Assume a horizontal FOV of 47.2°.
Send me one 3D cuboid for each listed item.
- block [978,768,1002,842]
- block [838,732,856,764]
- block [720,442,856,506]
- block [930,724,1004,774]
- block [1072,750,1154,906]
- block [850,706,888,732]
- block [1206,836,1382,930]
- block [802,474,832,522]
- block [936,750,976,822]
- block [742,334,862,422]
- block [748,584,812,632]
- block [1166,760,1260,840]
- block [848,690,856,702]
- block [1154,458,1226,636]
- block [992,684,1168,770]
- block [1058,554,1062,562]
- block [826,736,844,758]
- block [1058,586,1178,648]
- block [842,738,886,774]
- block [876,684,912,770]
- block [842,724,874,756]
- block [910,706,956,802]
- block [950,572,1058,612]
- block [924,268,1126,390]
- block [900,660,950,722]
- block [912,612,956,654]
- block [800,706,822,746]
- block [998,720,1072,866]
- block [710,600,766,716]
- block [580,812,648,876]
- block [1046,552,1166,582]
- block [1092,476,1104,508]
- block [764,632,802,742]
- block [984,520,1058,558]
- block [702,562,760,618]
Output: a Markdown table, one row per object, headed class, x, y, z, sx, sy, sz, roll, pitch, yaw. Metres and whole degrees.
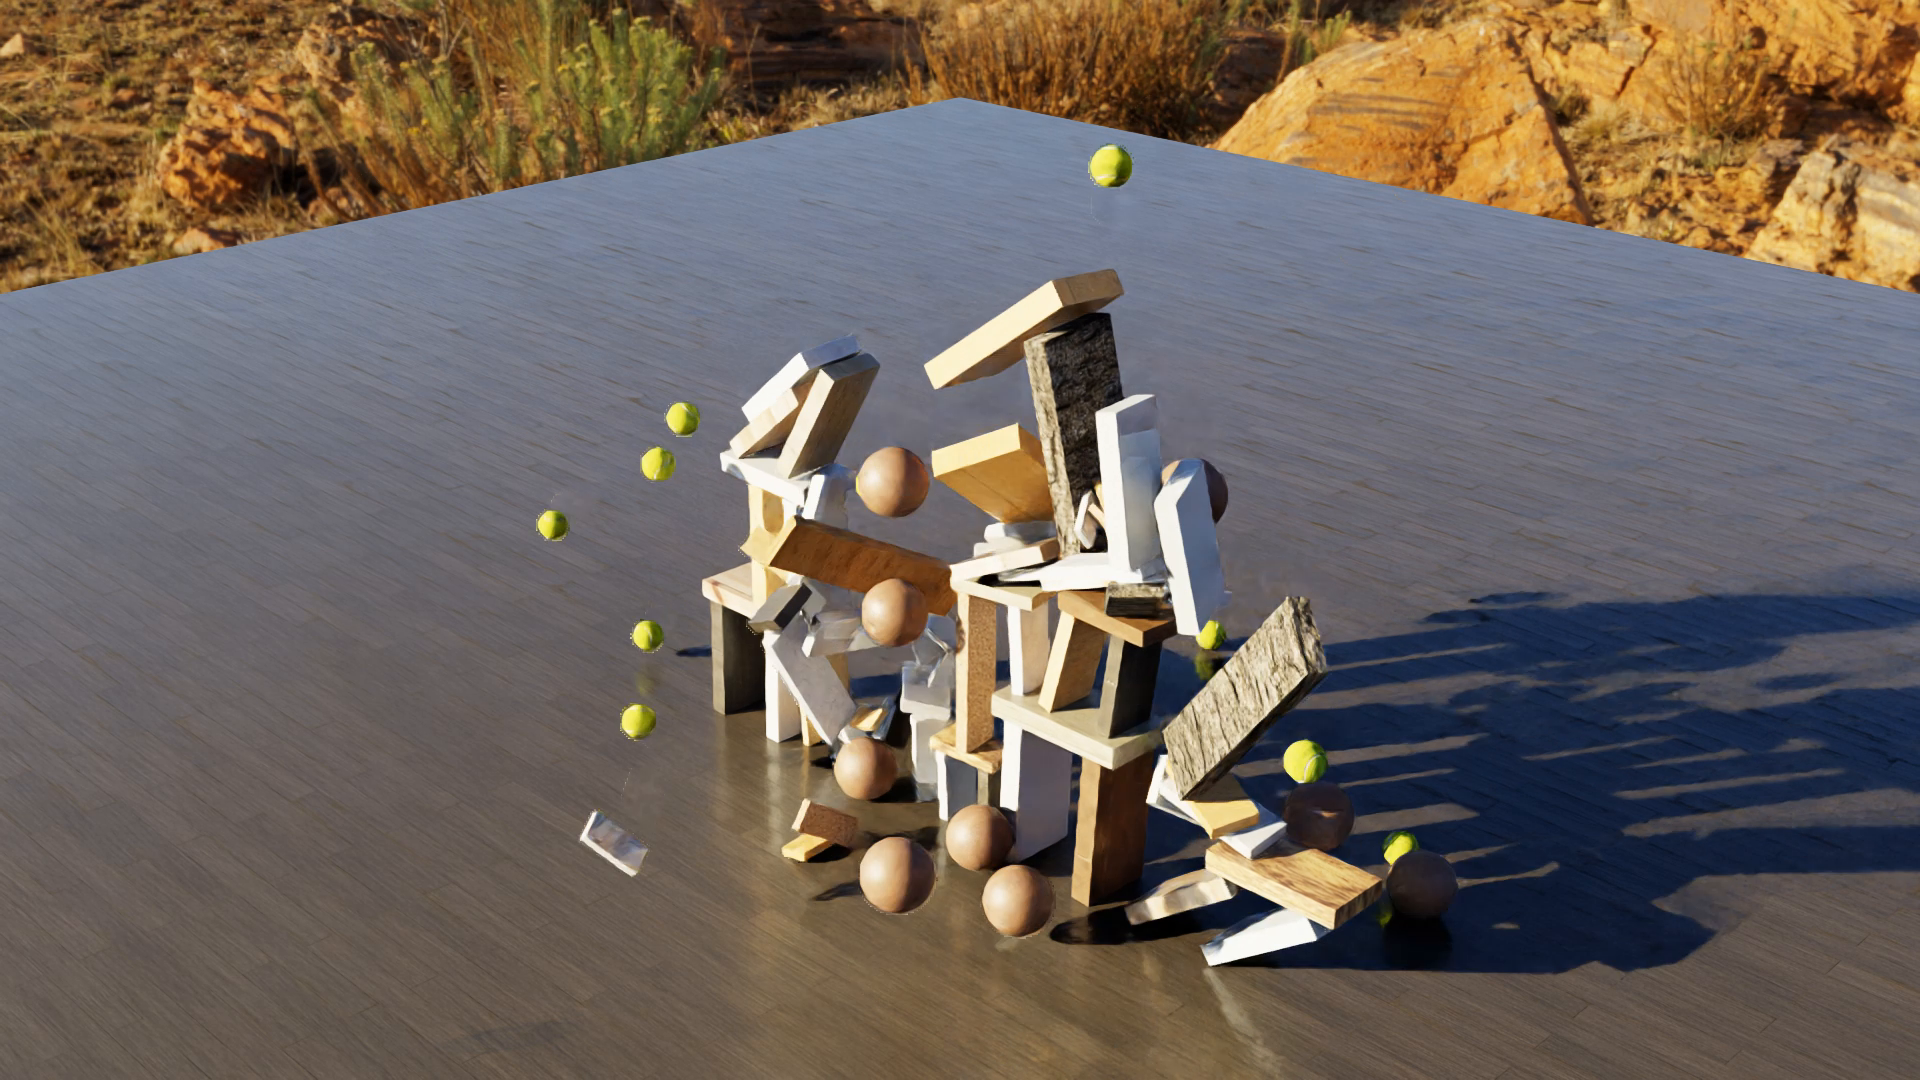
| class | x | y | z | sx | sy | sz | roll | pitch | yaw |
| --- | --- | --- | --- | --- | --- | --- | --- | --- | --- |
| block | 0.069 | 0.506 | 4.356 | 0.023 | 0.164 | 0.082 | 17 | 30 | 33 |
| block | -0.233 | 0.421 | 4.656 | 0.046 | 0.093 | 0.013 | -20 | -1 | -37 |
| block | -0.356 | -0.143 | 4.538 | 0.137 | 0.039 | 0.274 | -21 | 31 | -38 |
| block | 0.029 | 0.410 | 4.342 | 0.164 | 0.023 | 0.082 | 19 | 31 | 37 |
| block | 0.288 | 0.522 | 4.132 | 0.154 | 0.309 | 0.044 | -21 | 35 | -41 |
| block | -0.189 | 0.369 | 4.530 | 0.047 | 0.013 | 0.094 | -56 | 24 | -17 |
| block | 0.581 | 0.583 | 3.840 | 0.276 | 0.039 | 0.138 | 21 | 31 | 40 |
| block | -0.287 | -0.073 | 4.361 | 0.016 | 0.116 | 0.058 | 18 | -6 | -26 |
| block | -0.007 | 0.476 | 4.427 | 0.082 | 0.164 | 0.023 | -22 | 28 | -39 |
| block | -0.319 | -0.323 | 4.425 | 0.137 | 0.039 | 0.274 | -24 | -7 | -36 |
| block | -0.352 | 0.134 | 4.299 | 0.094 | 0.027 | 0.187 | -52 | 14 | -16 |
| block | 0.449 | 0.448 | 3.921 | 0.092 | 0.026 | 0.184 | -17 | 42 | -14 |
| block | -0.285 | 0.318 | 4.656 | 0.064 | 0.018 | 0.129 | -21 | 32 | -36 |
| block | 0.388 | 0.013 | 3.699 | 0.038 | 0.267 | 0.134 | 5 | 36 | 27 |
| block | 0.223 | 0.333 | 4.124 | 0.154 | 0.044 | 0.309 | -21 | 31 | -40 |
| block | 0.264 | 0.035 | 3.970 | 0.156 | 0.022 | 0.078 | 10 | 22 | 37 |
| block | -0.260 | 0.392 | 4.669 | 0.064 | 0.129 | 0.018 | -21 | 14 | -37 |
| block | 0.290 | 0.128 | 3.936 | 0.111 | 0.031 | 0.222 | -18 | 28 | -36 |
| block | -0.202 | 0.444 | 4.631 | 0.046 | 0.013 | 0.093 | -24 | 67 | -38 |
| block | -0.102 | 0.385 | 4.582 | 0.095 | 0.191 | 0.027 | 18 | 21 | -4 |
| block | -0.223 | 0.409 | 4.629 | 0.046 | 0.013 | 0.093 | -13 | 62 | -34 |
| block | -0.049 | 0.438 | 4.481 | 0.095 | 0.191 | 0.027 | -10 | 26 | -20 |
| block | 0.084 | 0.085 | 4.147 | 0.184 | 0.026 | 0.092 | 15 | 28 | 33 |
| block | 0.113 | -0.377 | 3.943 | 0.175 | 0.050 | 0.350 | -18 | -9 | -46 |
| block | -0.070 | 0.306 | 4.485 | 0.095 | 0.027 | 0.191 | 12 | 21 | -6 |
| block | -0.034 | 0.182 | 4.417 | 0.062 | 0.017 | 0.123 | -16 | 42 | -36 |
| block | -0.309 | 0.372 | 4.715 | 0.064 | 0.129 | 0.018 | -20 | 28 | -36 |
| block | 0.149 | 0.464 | 4.269 | 0.044 | 0.309 | 0.154 | 24 | 33 | 39 |
| block | -0.482 | 0.239 | 4.851 | 0.135 | 0.270 | 0.038 | -21 | 32 | -41 |
| block | -0.632 | 0.556 | 4.023 | 0.017 | 0.121 | 0.061 | -32 | 27 | 39 |
| block | 0.253 | 0.046 | 3.753 | 0.187 | 0.027 | 0.094 | -2 | 12 | 36 |
| block | 0.261 | -0.065 | 3.867 | 0.014 | 0.048 | 0.095 | -32 | 46 | 13 |
| block | -0.354 | 0.289 | 4.733 | 0.038 | 0.270 | 0.135 | 23 | 32 | 40 |
| block | 0.164 | 0.009 | 4.130 | 0.213 | 0.107 | 0.030 | -3 | 53 | 29 |
| block | -0.415 | 0.123 | 4.729 | 0.270 | 0.038 | 0.135 | 21 | 31 | 41 |
